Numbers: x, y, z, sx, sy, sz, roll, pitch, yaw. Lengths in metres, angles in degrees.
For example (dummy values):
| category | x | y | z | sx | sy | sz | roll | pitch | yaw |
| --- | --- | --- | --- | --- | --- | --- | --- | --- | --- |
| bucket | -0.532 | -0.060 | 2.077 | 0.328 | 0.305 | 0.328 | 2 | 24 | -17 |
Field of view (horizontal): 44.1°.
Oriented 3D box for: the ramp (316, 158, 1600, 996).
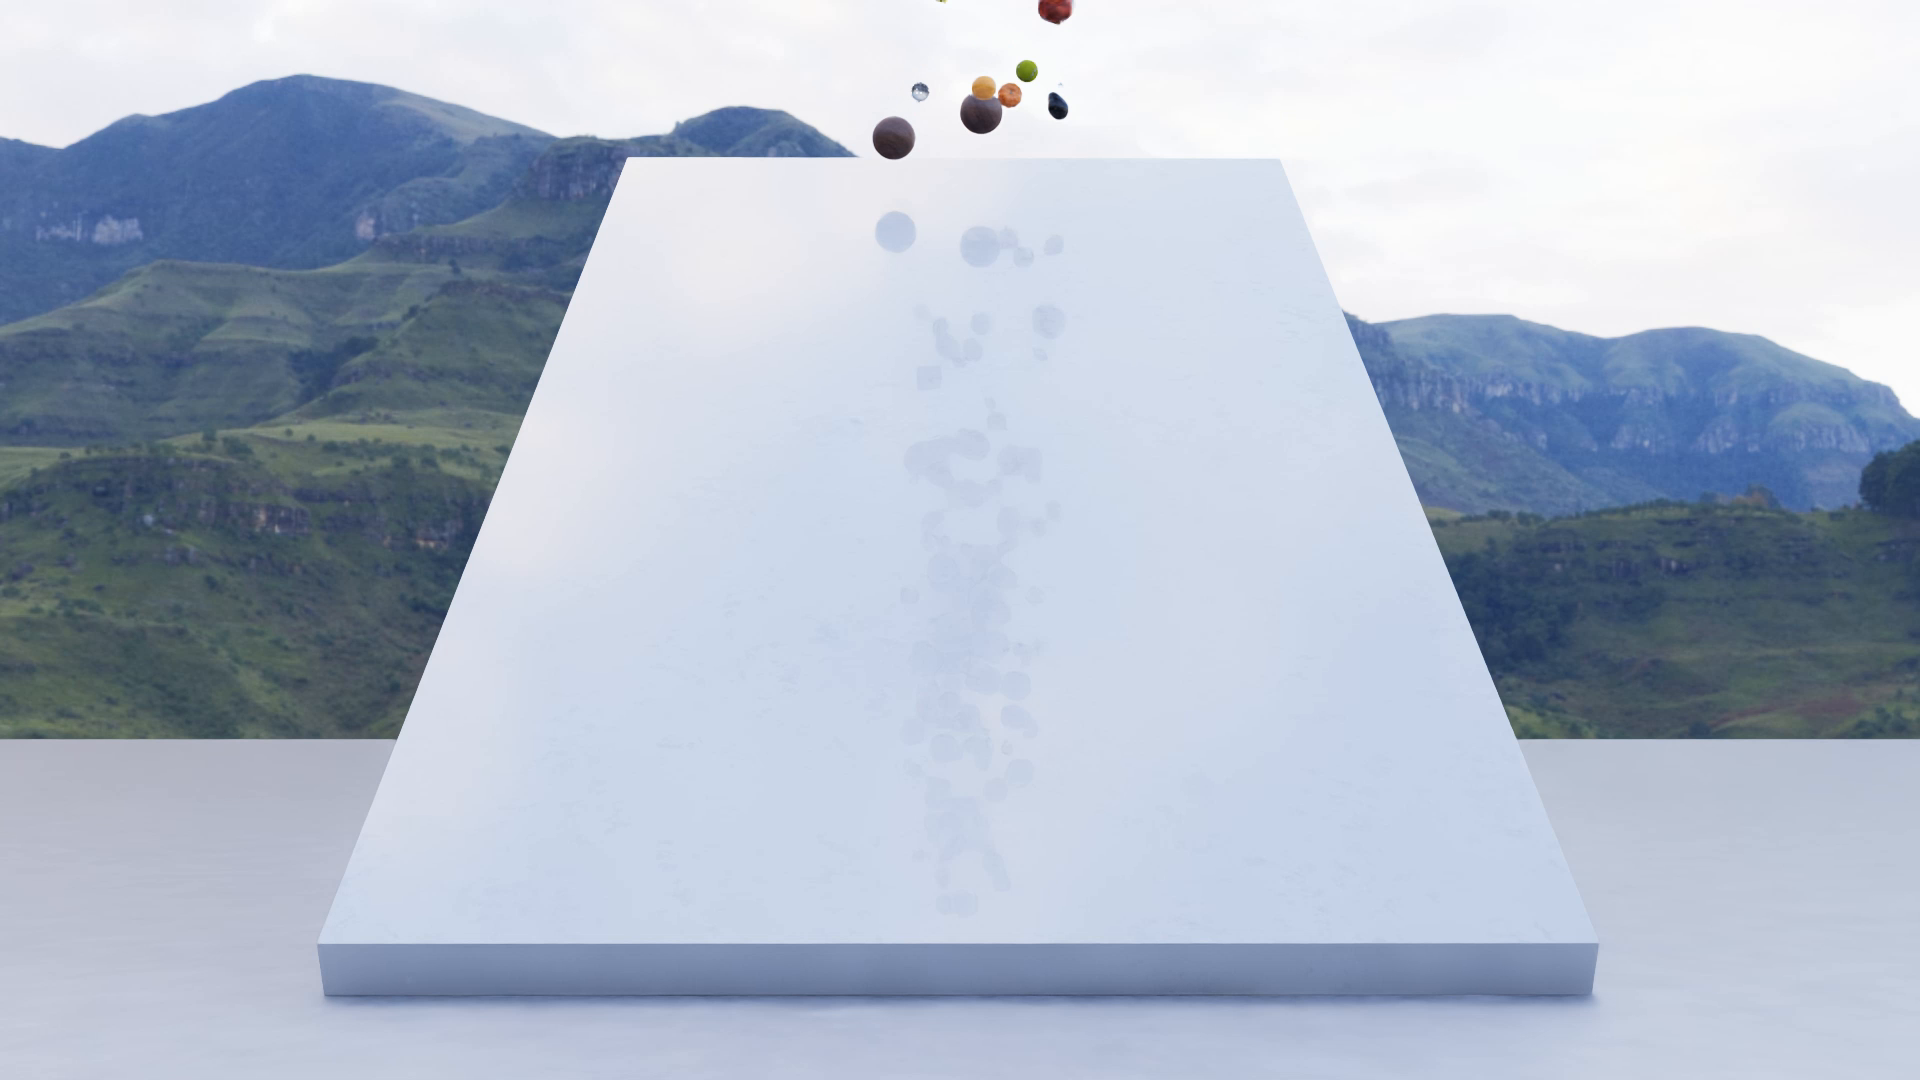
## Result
| category | x | y | z | sx | sy | sz | roll | pitch | yaw |
| --- | --- | --- | --- | --- | --- | --- | --- | --- | --- |
| ramp | -0.010 | -0.227 | 5.500 | 2.000 | 0.100 | 4.000 | 0 | 27 | 0 |

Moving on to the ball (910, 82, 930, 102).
| category | x | y | z | sx | sy | sz | roll | pitch | yaw |
| --- | --- | --- | --- | --- | --- | --- | --- | --- | --- |
| ball | -0.114 | -1.287 | 6.793 | 0.054 | 0.054 | 0.054 | 0 | -5 | 0 |
